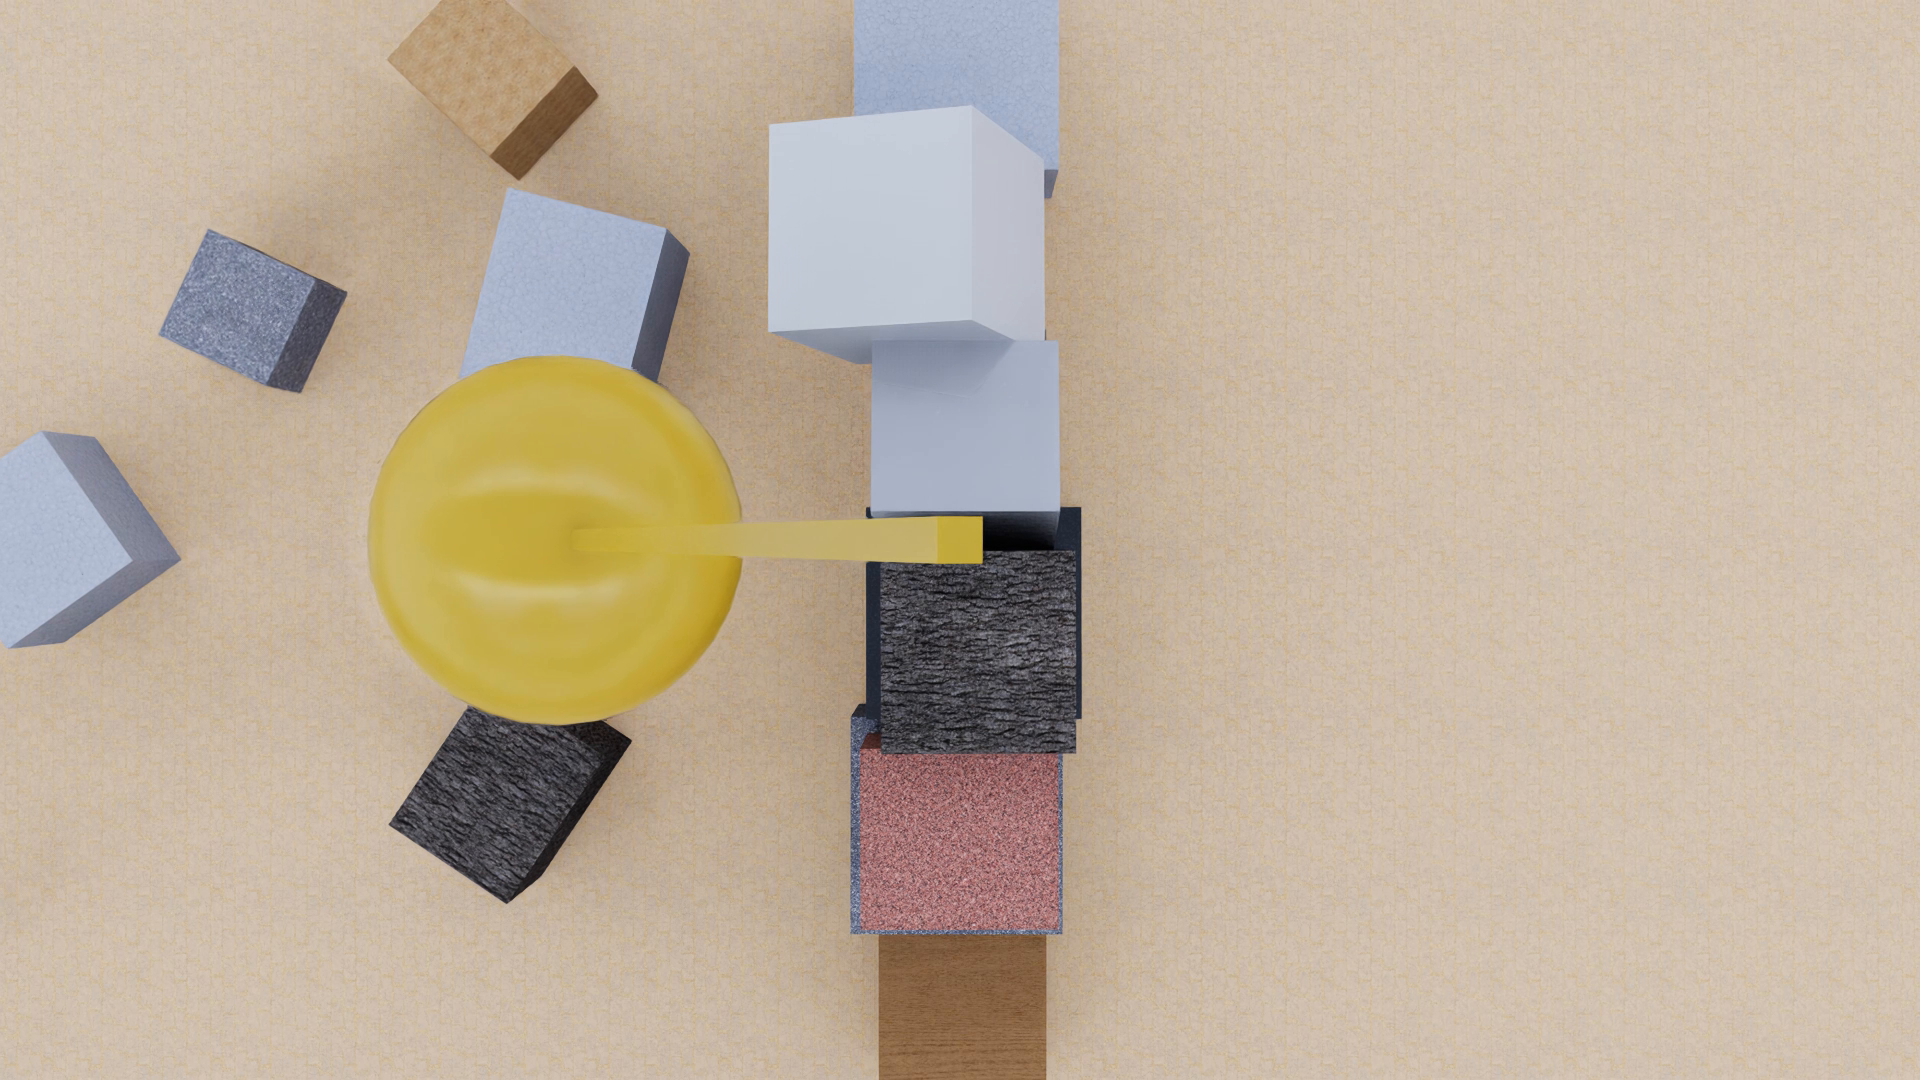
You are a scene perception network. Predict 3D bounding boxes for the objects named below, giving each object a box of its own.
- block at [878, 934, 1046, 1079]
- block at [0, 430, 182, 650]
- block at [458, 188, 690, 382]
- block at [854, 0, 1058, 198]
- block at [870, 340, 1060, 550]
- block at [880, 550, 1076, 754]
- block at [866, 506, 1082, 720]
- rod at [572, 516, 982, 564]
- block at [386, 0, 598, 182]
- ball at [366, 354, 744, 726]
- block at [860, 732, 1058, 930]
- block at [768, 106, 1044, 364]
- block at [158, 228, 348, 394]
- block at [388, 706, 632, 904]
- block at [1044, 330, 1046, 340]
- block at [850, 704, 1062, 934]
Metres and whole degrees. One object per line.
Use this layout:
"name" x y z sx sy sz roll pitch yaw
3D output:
"block" 0.014 2.627 12.590 0.929 0.820 0.925 0 90 0
"block" -5.205 -0.001 12.612 0.853 0.775 0.888 -35 90 0
"block" -2.160 -1.289 12.478 0.892 1.045 1.071 15 90 0
"block" -0.019 -2.557 12.491 1.115 1.018 1.077 0 90 0
"block" 0.028 -0.483 11.510 0.949 0.814 0.901 0 76 0
"block" 0.090 0.554 11.336 0.961 1.033 0.998 0 90 0
"block" 0.074 0.395 12.426 1.163 1.148 1.144 0 90 0
"rod" -0.750 0.000 6.223 0.080 5.200 0.080 0 90 -17
"block" -2.655 -2.642 12.583 0.781 0.835 0.694 43 90 0
"ball" -1.731 0.000 9.478 1.600 1.600 1.600 0 90 0
"block" -0.003 1.511 11.563 1.001 0.913 0.915 0 90 0
"block" -0.253 -1.535 11.359 1.076 1.165 1.050 -1 86 20
"block" -4.060 -1.308 12.672 0.669 0.656 0.661 25 90 0
"block" -2.530 1.371 12.506 0.780 0.987 0.970 34 90 0
"block" 0.010 -0.678 12.513 0.926 0.975 0.948 0 90 0
"block" -0.018 1.562 12.510 1.160 0.981 1.188 0 90 0
